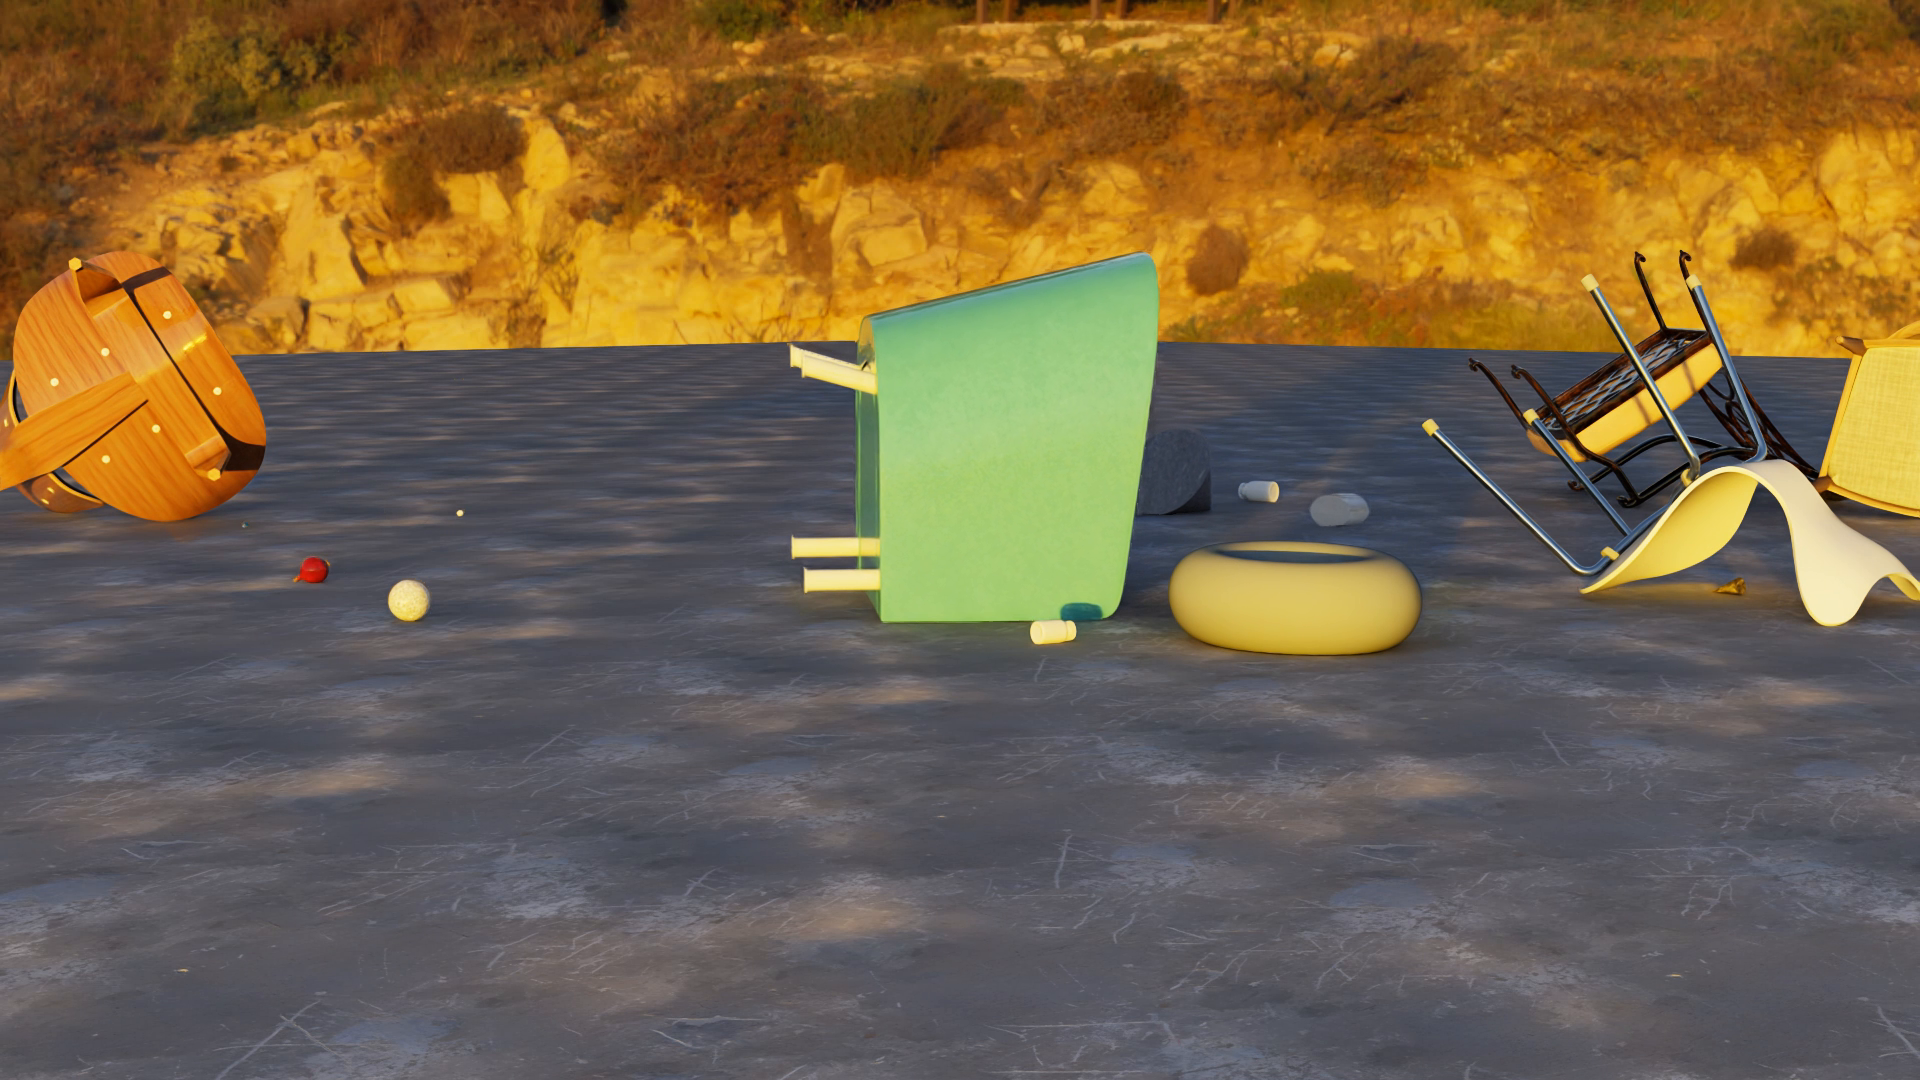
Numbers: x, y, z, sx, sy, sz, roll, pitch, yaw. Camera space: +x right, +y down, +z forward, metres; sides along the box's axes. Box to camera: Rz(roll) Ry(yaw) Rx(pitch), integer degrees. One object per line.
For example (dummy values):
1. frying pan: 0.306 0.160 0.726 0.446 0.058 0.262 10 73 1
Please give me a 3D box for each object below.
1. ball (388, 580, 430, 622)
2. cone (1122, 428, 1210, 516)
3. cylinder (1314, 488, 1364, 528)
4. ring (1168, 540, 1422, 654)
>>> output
1. ball: -1.052 0.115 4.903 0.080 0.080 0.080 0 6 0
2. cone: 0.639 -0.138 7.182 0.219 0.273 0.314 37 -9 -38
3. cylinder: 1.000 -0.079 6.763 0.078 0.086 0.133 -31 4 -20
4. ring: 0.601 0.102 4.625 0.405 0.165 0.484 -8 10 -44
